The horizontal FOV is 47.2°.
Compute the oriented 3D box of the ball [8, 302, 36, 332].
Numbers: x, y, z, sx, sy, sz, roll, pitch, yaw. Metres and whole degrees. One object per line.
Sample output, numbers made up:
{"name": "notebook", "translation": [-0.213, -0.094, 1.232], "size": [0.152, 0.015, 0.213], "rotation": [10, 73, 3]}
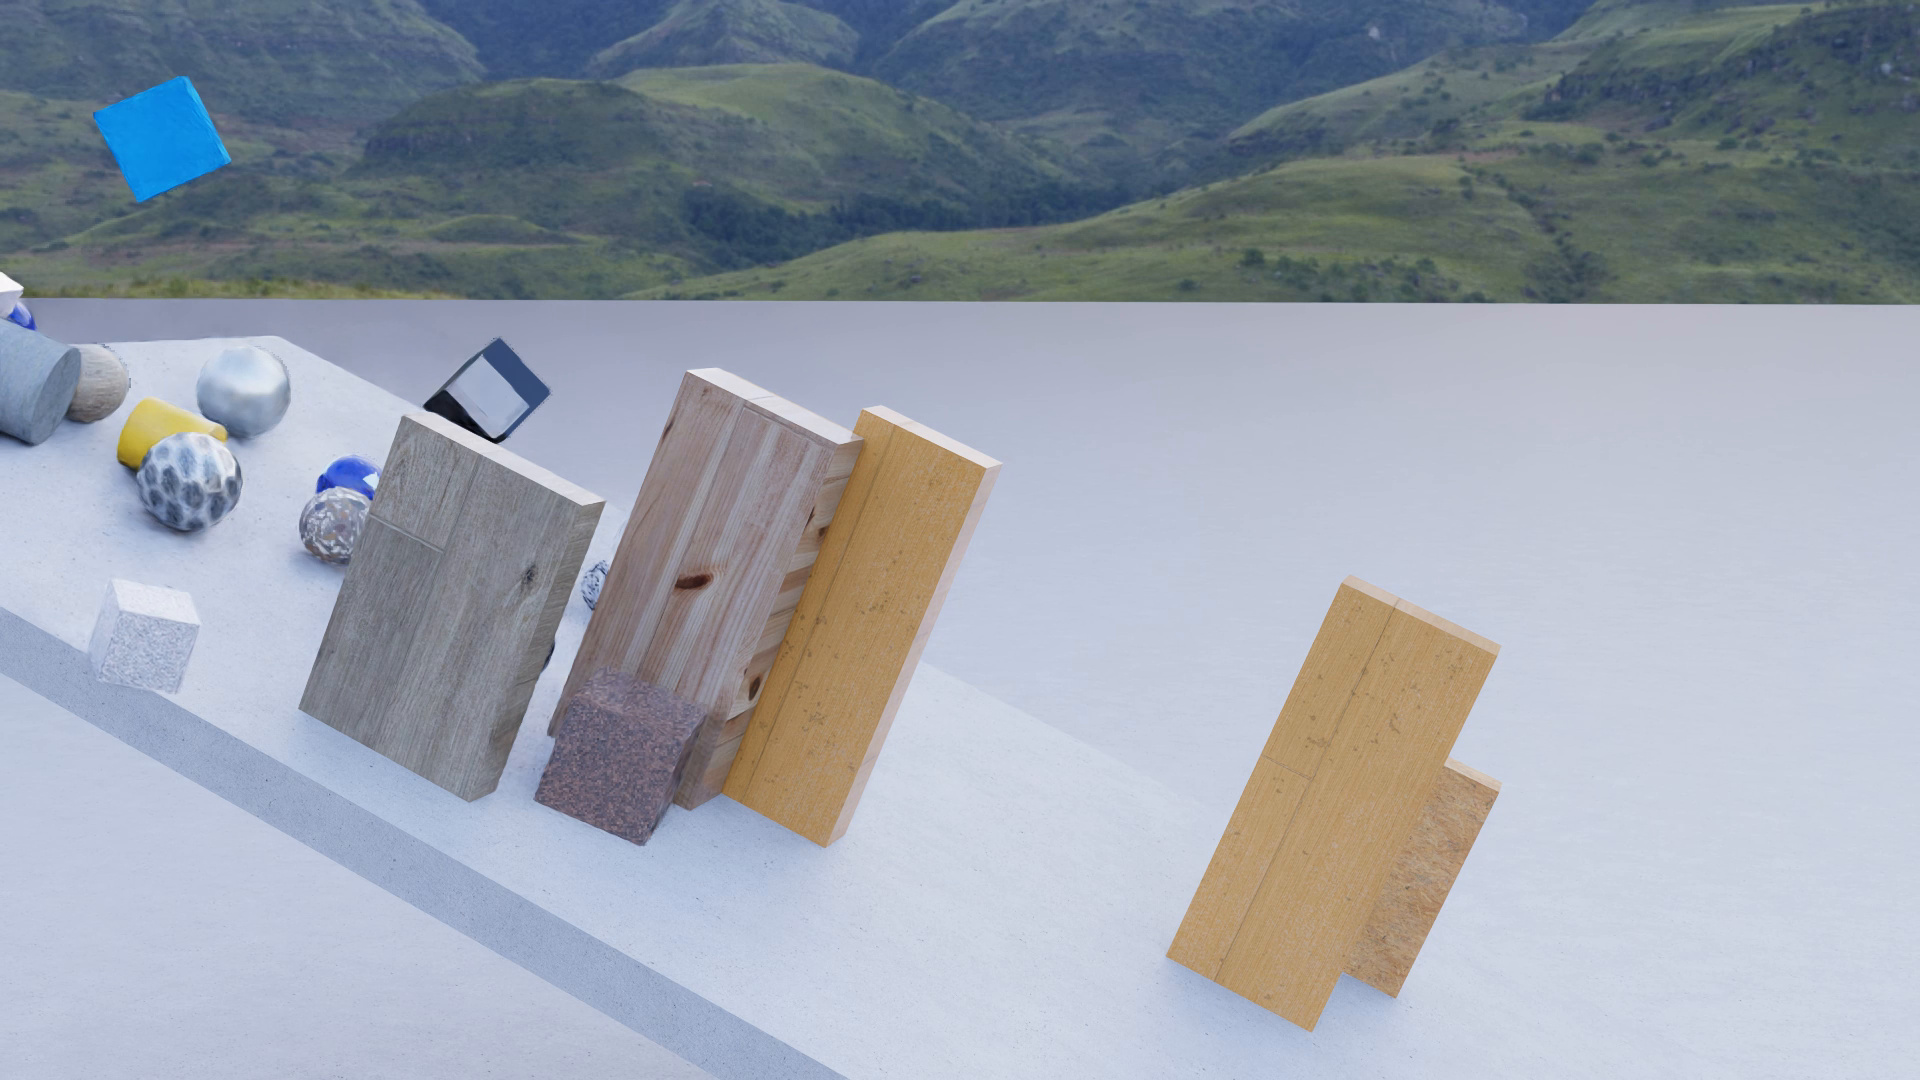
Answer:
{"name": "ball", "translation": [-1.957, -0.432, 4.492], "size": [0.130, 0.130, 0.130], "rotation": [0, 7, 0]}

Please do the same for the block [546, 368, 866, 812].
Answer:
{"name": "block", "translation": [-0.443, 0.084, 3.799], "size": [0.296, 0.697, 0.131], "rotation": [26, 13, 13]}

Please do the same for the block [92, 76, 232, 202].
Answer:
{"name": "block", "translation": [-1.549, -0.781, 4.280], "size": [0.181, 0.181, 0.181], "rotation": [-26, 16, -9]}

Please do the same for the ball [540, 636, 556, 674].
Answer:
{"name": "ball", "translation": [-0.816, 0.178, 3.939], "size": [0.181, 0.181, 0.181], "rotation": [0, 7, 0]}

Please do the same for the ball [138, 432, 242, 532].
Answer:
{"name": "ball", "translation": [-1.419, -0.108, 4.053], "size": [0.183, 0.183, 0.183], "rotation": [0, 7, 0]}

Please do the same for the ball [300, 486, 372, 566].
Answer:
{"name": "ball", "translation": [-1.184, -0.027, 4.200], "size": [0.150, 0.150, 0.150], "rotation": [0, 7, 0]}

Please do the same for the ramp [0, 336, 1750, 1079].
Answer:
{"name": "ramp", "translation": [-0.287, 0.498, 4.183], "size": [4.000, 0.100, 2.000], "rotation": [26, 13, 13]}

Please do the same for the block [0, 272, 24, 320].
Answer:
{"name": "block", "translation": [-2.022, -0.462, 4.327], "size": [0.199, 0.199, 0.199], "rotation": [35, 13, 1]}

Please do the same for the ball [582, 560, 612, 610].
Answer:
{"name": "ball", "translation": [-0.724, 0.099, 4.551], "size": [0.118, 0.118, 0.118], "rotation": [0, 7, 0]}

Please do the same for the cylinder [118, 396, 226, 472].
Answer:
{"name": "cylinder", "translation": [-1.525, -0.183, 4.257], "size": [0.146, 0.146, 0.146], "rotation": [23, 8, 1]}

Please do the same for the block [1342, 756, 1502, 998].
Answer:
{"name": "block", "translation": [0.836, 0.627, 4.319], "size": [0.269, 0.464, 0.087], "rotation": [26, 13, 13]}

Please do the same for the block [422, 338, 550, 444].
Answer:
{"name": "block", "translation": [-1.105, -0.330, 5.135], "size": [0.172, 0.172, 0.172], "rotation": [-23, 24, 48]}

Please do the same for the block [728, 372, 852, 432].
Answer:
{"name": "block", "translation": [-0.452, -0.088, 4.997], "size": [0.397, 0.459, 0.081], "rotation": [26, 13, 13]}

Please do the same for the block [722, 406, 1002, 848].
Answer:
{"name": "block", "translation": [-0.187, 0.153, 3.861], "size": [0.242, 0.740, 0.101], "rotation": [26, 13, 13]}

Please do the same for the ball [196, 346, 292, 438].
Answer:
{"name": "ball", "translation": [-1.522, -0.314, 4.674], "size": [0.195, 0.195, 0.195], "rotation": [0, 7, 0]}

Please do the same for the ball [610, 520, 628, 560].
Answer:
{"name": "ball", "translation": [-0.653, 0.032, 4.752], "size": [0.201, 0.201, 0.201], "rotation": [0, 7, 0]}

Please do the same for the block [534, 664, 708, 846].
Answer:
{"name": "block", "translation": [-0.559, 0.354, 3.645], "size": [0.194, 0.194, 0.194], "rotation": [23, 13, 0]}

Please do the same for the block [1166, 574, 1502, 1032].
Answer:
{"name": "block", "translation": [0.669, 0.475, 3.965], "size": [0.294, 0.768, 0.114], "rotation": [26, 13, 13]}

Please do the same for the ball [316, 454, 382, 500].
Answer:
{"name": "ball", "translation": [-1.228, -0.101, 4.441], "size": [0.142, 0.142, 0.142], "rotation": [0, 7, 0]}

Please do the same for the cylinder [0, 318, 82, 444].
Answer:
{"name": "cylinder", "translation": [-1.807, -0.310, 4.163], "size": [0.199, 0.199, 0.199], "rotation": [22, 5, -5]}

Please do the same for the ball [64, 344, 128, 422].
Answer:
{"name": "ball", "translation": [-1.742, -0.314, 4.388], "size": [0.154, 0.154, 0.154], "rotation": [0, 7, 0]}

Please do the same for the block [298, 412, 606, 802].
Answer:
{"name": "block", "translation": [-0.809, 0.105, 3.487], "size": [0.334, 0.521, 0.084], "rotation": [26, 13, 13]}

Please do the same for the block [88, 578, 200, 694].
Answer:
{"name": "block", "translation": [-1.269, 0.150, 3.419], "size": [0.122, 0.122, 0.122], "rotation": [15, 16, -32]}
